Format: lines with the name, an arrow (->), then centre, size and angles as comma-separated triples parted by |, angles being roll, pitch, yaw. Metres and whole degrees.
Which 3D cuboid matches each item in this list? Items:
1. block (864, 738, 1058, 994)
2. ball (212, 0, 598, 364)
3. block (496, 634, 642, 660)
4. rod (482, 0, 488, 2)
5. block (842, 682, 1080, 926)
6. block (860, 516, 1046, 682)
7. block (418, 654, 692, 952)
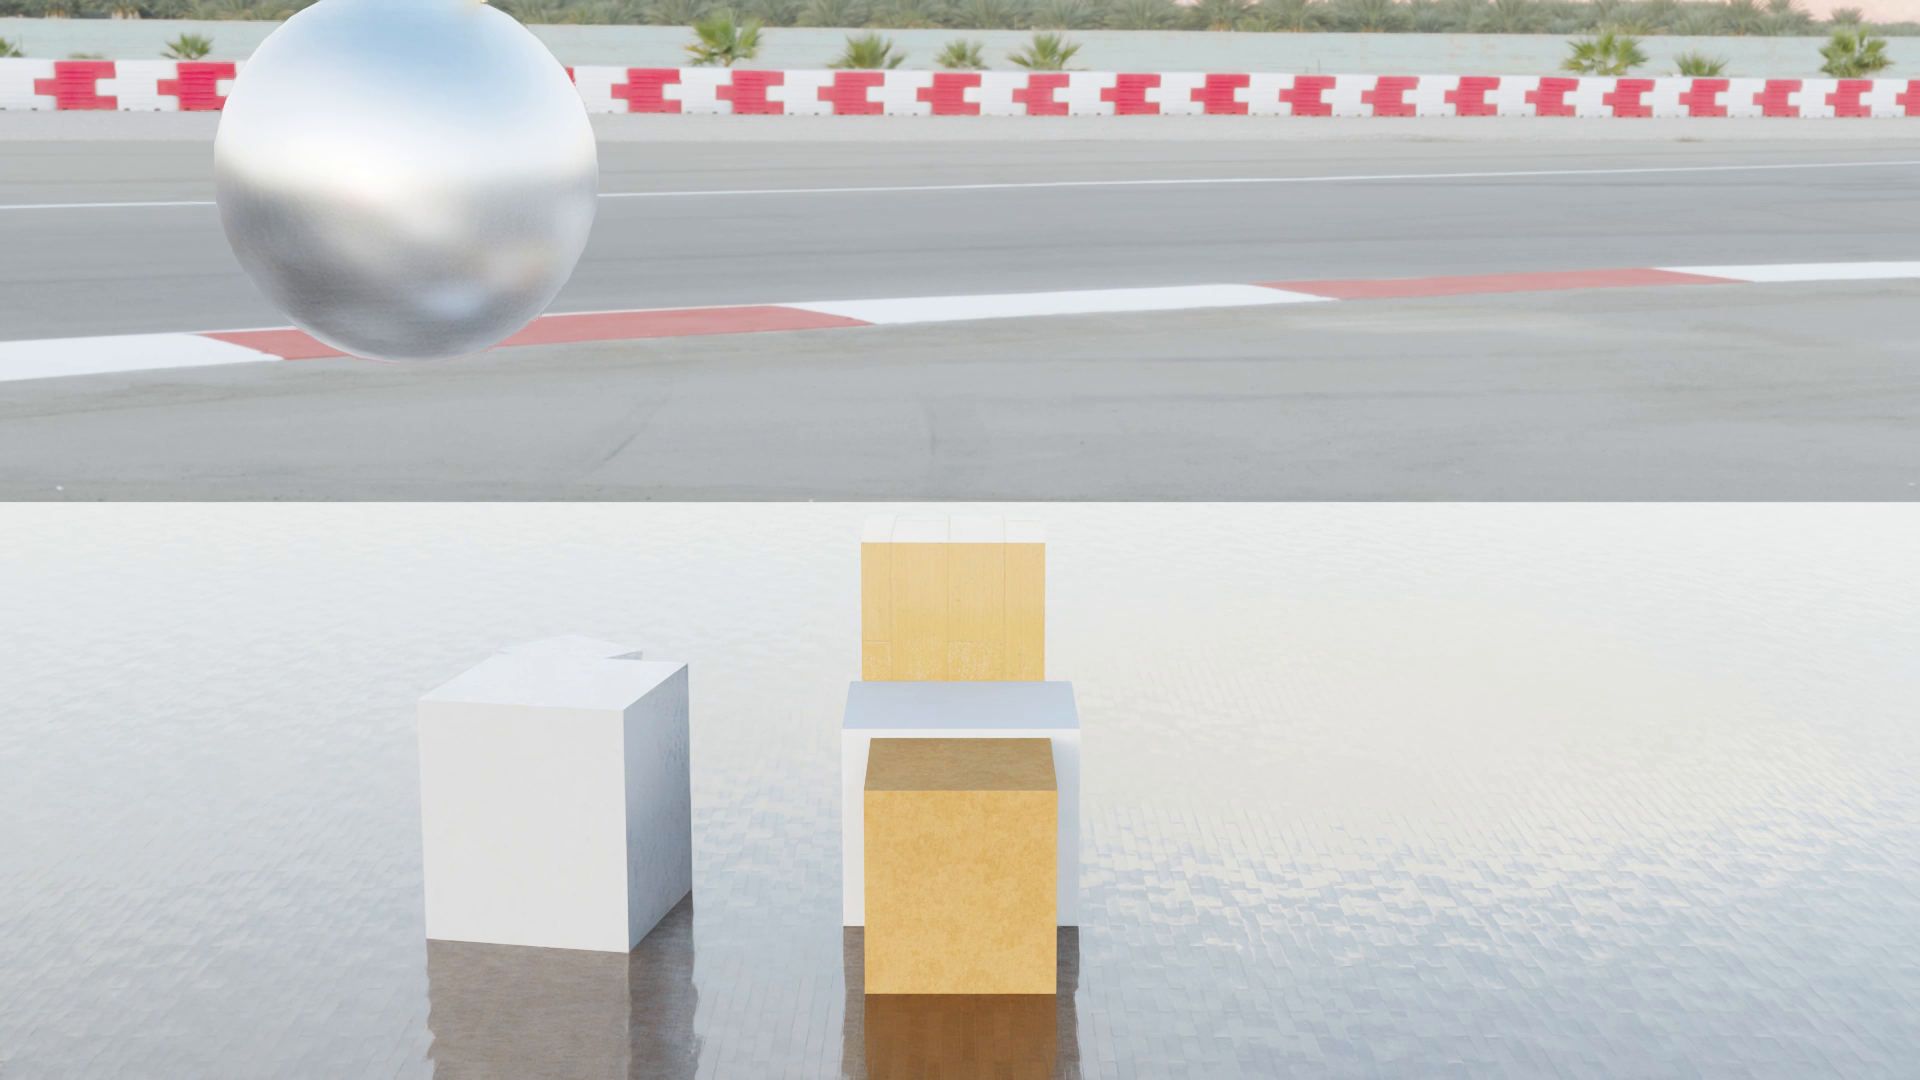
block -> 0.002, 1.284, 10.237 | 0.740, 0.811, 0.792 | 0, 10, 0
ball -> -2.342, -1.549, 10.899 | 1.600, 1.600, 1.600 | 0, 10, 0
block -> -2.035, 0.842, 13.396 | 0.572, 0.551, 0.511 | 9, 14, 41
rod -> -1.015, -4.629, 10.339 | 0.080, 5.200, 0.080 | 23, 10, -4
block -> 0.004, 1.119, 11.049 | 0.982, 0.846, 0.846 | 0, 10, 0
block -> -0.027, 0.314, 11.690 | 0.812, 0.744, 0.692 | 0, 10, 0
block -> -1.682, 1.083, 10.788 | 0.873, 1.010, 0.854 | 2, 11, 11
